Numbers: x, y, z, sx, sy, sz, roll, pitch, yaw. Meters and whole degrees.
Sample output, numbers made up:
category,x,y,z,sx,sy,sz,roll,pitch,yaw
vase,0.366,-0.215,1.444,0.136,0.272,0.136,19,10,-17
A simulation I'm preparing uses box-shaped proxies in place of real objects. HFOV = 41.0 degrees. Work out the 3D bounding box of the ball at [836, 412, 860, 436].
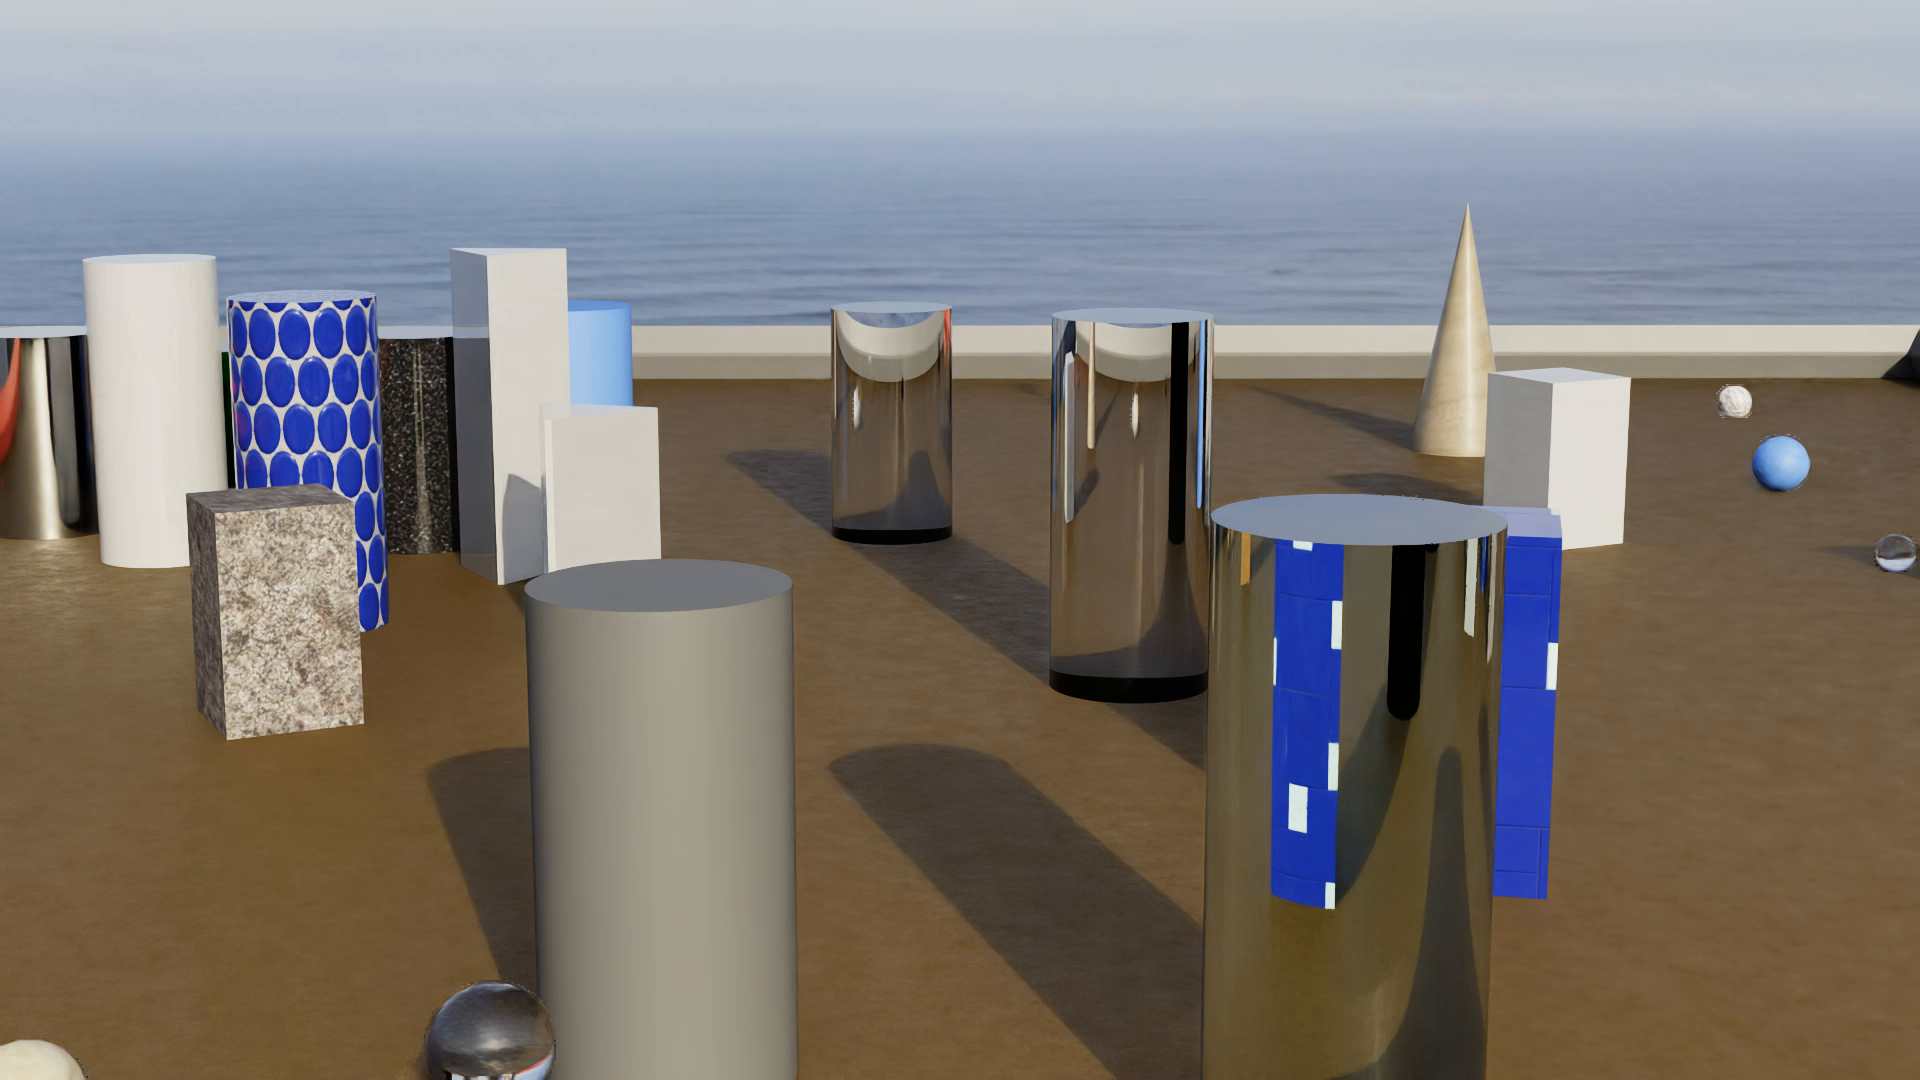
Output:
category,x,y,z,sx,sy,sz,roll,pitch,yaw
ball,-0.220,-0.230,5.060,0.046,0.046,0.046,0,11,0

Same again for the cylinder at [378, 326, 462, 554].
category,x,y,z,sx,sy,sz,roll,pitch,yaw
cylinder,-0.825,-0.155,3.902,0.188,0.324,0.188,0,11,0

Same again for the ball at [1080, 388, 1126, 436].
category,x,y,z,sx,sy,sz,roll,pitch,yaw
ball,0.283,-0.252,5.057,0.092,0.092,0.092,0,11,0

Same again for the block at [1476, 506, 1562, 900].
category,x,y,z,sx,sy,sz,roll,pitch,yaw
block,0.459,0.141,2.318,0.150,0.324,0.150,2,11,12

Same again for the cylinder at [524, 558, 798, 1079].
category,x,y,z,sx,sy,sz,roll,pitch,yaw
cylinder,-0.212,0.210,1.841,0.188,0.363,0.188,0,11,0

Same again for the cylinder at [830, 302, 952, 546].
category,x,y,z,sx,sy,sz,roll,pitch,yaw
cylinder,-0.105,-0.184,3.975,0.188,0.354,0.188,0,11,0

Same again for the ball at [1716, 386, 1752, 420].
category,x,y,z,sx,sy,sz,roll,pitch,yaw
ball,1.597,-0.284,5.290,0.069,0.069,0.069,0,11,0

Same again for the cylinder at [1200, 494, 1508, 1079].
category,x,y,z,sx,sy,sz,roll,pitch,yaw
cylinder,0.255,0.201,1.682,0.188,0.438,0.188,0,11,0

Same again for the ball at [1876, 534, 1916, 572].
category,x,y,z,sx,sy,sz,roll,pitch,yaw
ball,1.350,0.019,3.700,0.056,0.056,0.056,0,11,0

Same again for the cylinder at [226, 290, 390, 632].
category,x,y,z,sx,sy,sz,roll,pitch,yaw
cylinder,-0.846,-0.103,3.336,0.188,0.429,0.188,0,11,0

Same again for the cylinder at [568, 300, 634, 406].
category,x,y,z,sx,sy,sz,roll,pitch,yaw
cylinder,-0.608,-0.193,4.036,0.188,0.351,0.188,0,11,0

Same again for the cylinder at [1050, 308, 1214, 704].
category,x,y,z,sx,sy,sz,roll,pitch,yaw
cylinder,0.200,-0.044,3.001,0.188,0.437,0.188,0,11,0

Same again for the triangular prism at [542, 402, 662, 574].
category,x,y,z,sx,sy,sz,roll,pitch,yaw
triangular prism,-0.487,-0.019,3.246,0.163,0.298,0.141,-9,14,-41

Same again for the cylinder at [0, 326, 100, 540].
category,x,y,z,sx,sy,sz,roll,pitch,yaw
cylinder,-1.432,-0.171,4.019,0.188,0.312,0.188,0,11,0

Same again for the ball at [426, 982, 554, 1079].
category,x,y,z,sx,sy,sz,roll,pitch,yaw
ball,-0.328,0.353,1.789,0.089,0.089,0.089,0,11,0

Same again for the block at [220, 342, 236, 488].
category,x,y,z,sx,sy,sz,roll,pitch,yaw
block,-1.266,-0.222,4.503,0.150,0.236,0.150,-7,12,-31

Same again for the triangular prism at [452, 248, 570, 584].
category,x,y,z,sx,sy,sz,roll,pitch,yaw
triangular prism,-0.667,-0.184,3.680,0.141,0.462,0.163,6,12,30

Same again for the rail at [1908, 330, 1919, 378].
category,x,y,z,sx,sy,sz,roll,pitch,yaw
rail,2.225,0.029,3.462,0.045,0.122,5.100,0,11,0

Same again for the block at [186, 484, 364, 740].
category,x,y,z,sx,sy,sz,roll,pitch,yaw
block,-0.766,0.076,2.867,0.150,0.250,0.150,-6,12,-27

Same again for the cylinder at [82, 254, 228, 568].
category,x,y,z,sx,sy,sz,roll,pitch,yaw
cylinder,-1.184,-0.194,3.788,0.188,0.442,0.188,0,11,0

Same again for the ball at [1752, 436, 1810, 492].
category,x,y,z,sx,sy,sz,roll,pitch,yaw
ball,1.408,-0.131,4.402,0.094,0.094,0.094,0,11,0

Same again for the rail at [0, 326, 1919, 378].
category,x,y,z,sx,sy,sz,roll,pitch,yaw
rail,-0.015,-0.432,5.933,4.497,0.122,0.045,0,11,0

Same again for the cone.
category,x,y,z,sx,sy,sz,roll,pitch,yaw
cone,0.949,-0.403,4.838,0.188,0.469,0.188,0,11,0

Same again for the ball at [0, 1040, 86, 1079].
category,x,y,z,sx,sy,sz,roll,pitch,yaw
ball,-0.629,0.376,1.729,0.078,0.078,0.078,0,11,0

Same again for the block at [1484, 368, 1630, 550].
category,x,y,z,sx,sy,sz,roll,pitch,yaw
block,0.914,-0.126,3.938,0.150,0.255,0.150,-5,12,-27
